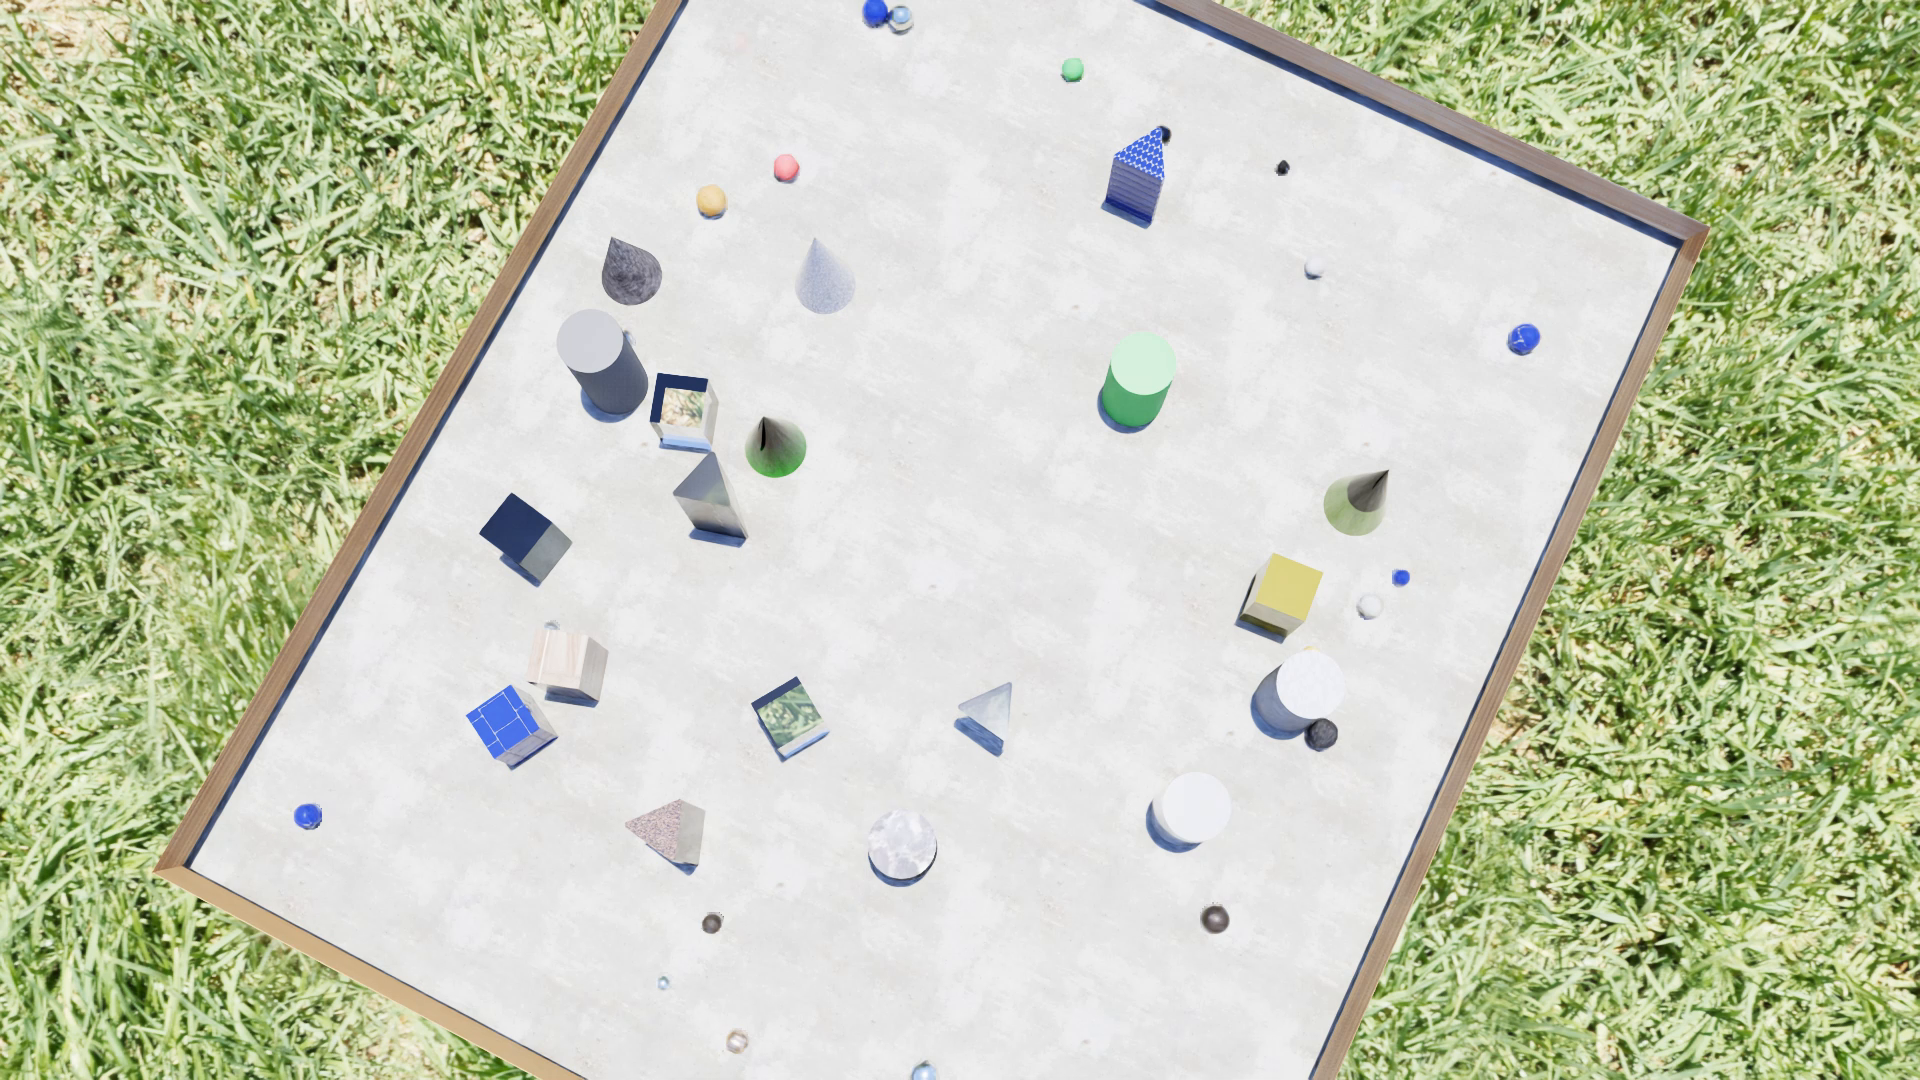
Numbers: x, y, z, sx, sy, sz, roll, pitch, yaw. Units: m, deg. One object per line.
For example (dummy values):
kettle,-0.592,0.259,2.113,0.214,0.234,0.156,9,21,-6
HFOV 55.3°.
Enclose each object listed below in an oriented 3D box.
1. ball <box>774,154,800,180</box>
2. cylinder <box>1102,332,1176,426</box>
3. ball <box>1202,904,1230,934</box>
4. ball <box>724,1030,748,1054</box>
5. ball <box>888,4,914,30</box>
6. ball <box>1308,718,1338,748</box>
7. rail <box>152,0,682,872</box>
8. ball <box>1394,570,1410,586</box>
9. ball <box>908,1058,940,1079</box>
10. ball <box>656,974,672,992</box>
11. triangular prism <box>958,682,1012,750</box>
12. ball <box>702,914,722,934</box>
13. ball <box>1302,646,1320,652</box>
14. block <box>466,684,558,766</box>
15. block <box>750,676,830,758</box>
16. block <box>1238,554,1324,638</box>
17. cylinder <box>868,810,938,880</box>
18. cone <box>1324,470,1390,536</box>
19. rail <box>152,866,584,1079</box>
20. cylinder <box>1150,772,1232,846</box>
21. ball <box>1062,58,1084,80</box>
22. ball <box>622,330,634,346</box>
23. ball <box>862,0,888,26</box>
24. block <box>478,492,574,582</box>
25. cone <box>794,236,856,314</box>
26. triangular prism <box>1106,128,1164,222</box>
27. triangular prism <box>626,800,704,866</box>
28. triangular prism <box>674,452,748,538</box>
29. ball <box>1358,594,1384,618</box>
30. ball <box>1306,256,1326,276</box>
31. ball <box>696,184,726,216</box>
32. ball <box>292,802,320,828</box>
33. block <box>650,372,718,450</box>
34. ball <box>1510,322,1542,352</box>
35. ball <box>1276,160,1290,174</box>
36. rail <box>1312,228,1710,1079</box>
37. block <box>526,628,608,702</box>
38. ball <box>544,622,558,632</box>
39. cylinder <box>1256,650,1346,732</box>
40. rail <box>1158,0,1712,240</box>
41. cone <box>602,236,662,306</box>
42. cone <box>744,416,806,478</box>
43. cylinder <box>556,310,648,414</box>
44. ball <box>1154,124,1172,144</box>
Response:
ball,-0.552,-1.185,5.820,0.082,0.082,0.082,0,78,0
cylinder,0.538,-0.481,5.535,0.193,0.355,0.193,0,78,0
ball,0.746,1.107,5.345,0.083,0.083,0.083,0,78,0
ball,-0.645,1.448,5.283,0.066,0.066,0.066,0,78,0
ball,-0.191,-1.690,5.924,0.083,0.083,0.083,0,78,0
ball,1.077,0.574,5.434,0.089,0.089,0.089,0,78,0
rail,-1.452,-0.704,5.697,0.045,0.125,3.853,26,80,5
ball,1.343,0.114,5.567,0.051,0.051,0.051,0,78,0
ball,-0.102,1.533,5.253,0.092,0.092,0.092,0,78,0
ball,-0.862,1.287,5.326,0.048,0.048,0.048,0,78,0
triangular prism,0.104,0.494,5.353,0.167,0.317,0.144,35,80,7
ball,-0.725,1.122,5.354,0.059,0.059,0.059,0,78,0
ball,1.058,0.347,5.515,0.059,0.059,0.059,0,78,0
block,-1.310,0.546,5.373,0.154,0.255,0.154,-35,80,-7
block,-0.494,0.521,5.371,0.154,0.271,0.154,-30,80,-6
block,0.946,0.167,5.421,0.154,0.315,0.154,22,79,4
cylinder,-0.163,0.881,5.281,0.193,0.301,0.193,0,78,0
cone,1.214,-0.153,5.411,0.193,0.465,0.193,0,78,0
rail,-0.851,1.673,5.205,3.294,0.125,0.045,26,80,5
cylinder,0.662,0.778,5.284,0.193,0.335,0.193,0,78,0
ball,0.363,-1.516,5.894,0.072,0.072,0.072,0,78,0
ball,-1.050,-0.623,5.711,0.067,0.067,0.067,0,78,0
ball,-0.274,-1.710,5.926,0.086,0.086,0.086,0,78,0
block,-1.292,-0.005,5.467,0.154,0.295,0.154,35,81,7
cone,-0.426,-0.846,5.577,0.193,0.420,0.193,0,78,0
triangular prism,0.568,-1.143,5.676,0.167,0.348,0.144,26,80,5
triangular prism,-0.802,0.811,5.211,0.167,0.466,0.144,35,80,7
triangular prism,-0.717,-0.137,5.413,0.167,0.455,0.144,11,79,2
ball,1.242,0.199,5.537,0.076,0.076,0.076,0,78,0
ball,1.119,-0.860,5.761,0.065,0.065,0.065,0,78,0
ball,-0.785,-1.074,5.790,0.096,0.096,0.096,0,78,0
ball,-1.929,0.814,5.409,0.076,0.076,0.076,0,78,0
block,-0.836,-0.390,5.569,0.154,0.251,0.154,7,78,1
ball,1.760,-0.631,5.700,0.091,0.091,0.091,0,78,0
ball,1.030,-1.188,5.841,0.042,0.042,0.042,0,78,0
rail,1.452,0.717,5.403,0.045,0.125,3.853,26,80,5
block,-1.150,0.369,5.382,0.154,0.310,0.154,8,78,2
ball,-1.238,0.268,5.539,0.043,0.043,0.043,0,78,0
cylinder,0.985,0.444,5.332,0.193,0.377,0.193,0,78,0
rail,0.851,-1.660,5.895,3.294,0.125,0.045,26,80,5
cone,-1.037,-0.868,5.617,0.193,0.350,0.193,0,78,0
cone,-0.571,-0.323,5.497,0.193,0.366,0.193,0,78,0
cylinder,-1.067,-0.529,5.499,0.193,0.444,0.193,0,78,0
ball,0.646,-1.294,5.853,0.062,0.062,0.062,0,78,0
